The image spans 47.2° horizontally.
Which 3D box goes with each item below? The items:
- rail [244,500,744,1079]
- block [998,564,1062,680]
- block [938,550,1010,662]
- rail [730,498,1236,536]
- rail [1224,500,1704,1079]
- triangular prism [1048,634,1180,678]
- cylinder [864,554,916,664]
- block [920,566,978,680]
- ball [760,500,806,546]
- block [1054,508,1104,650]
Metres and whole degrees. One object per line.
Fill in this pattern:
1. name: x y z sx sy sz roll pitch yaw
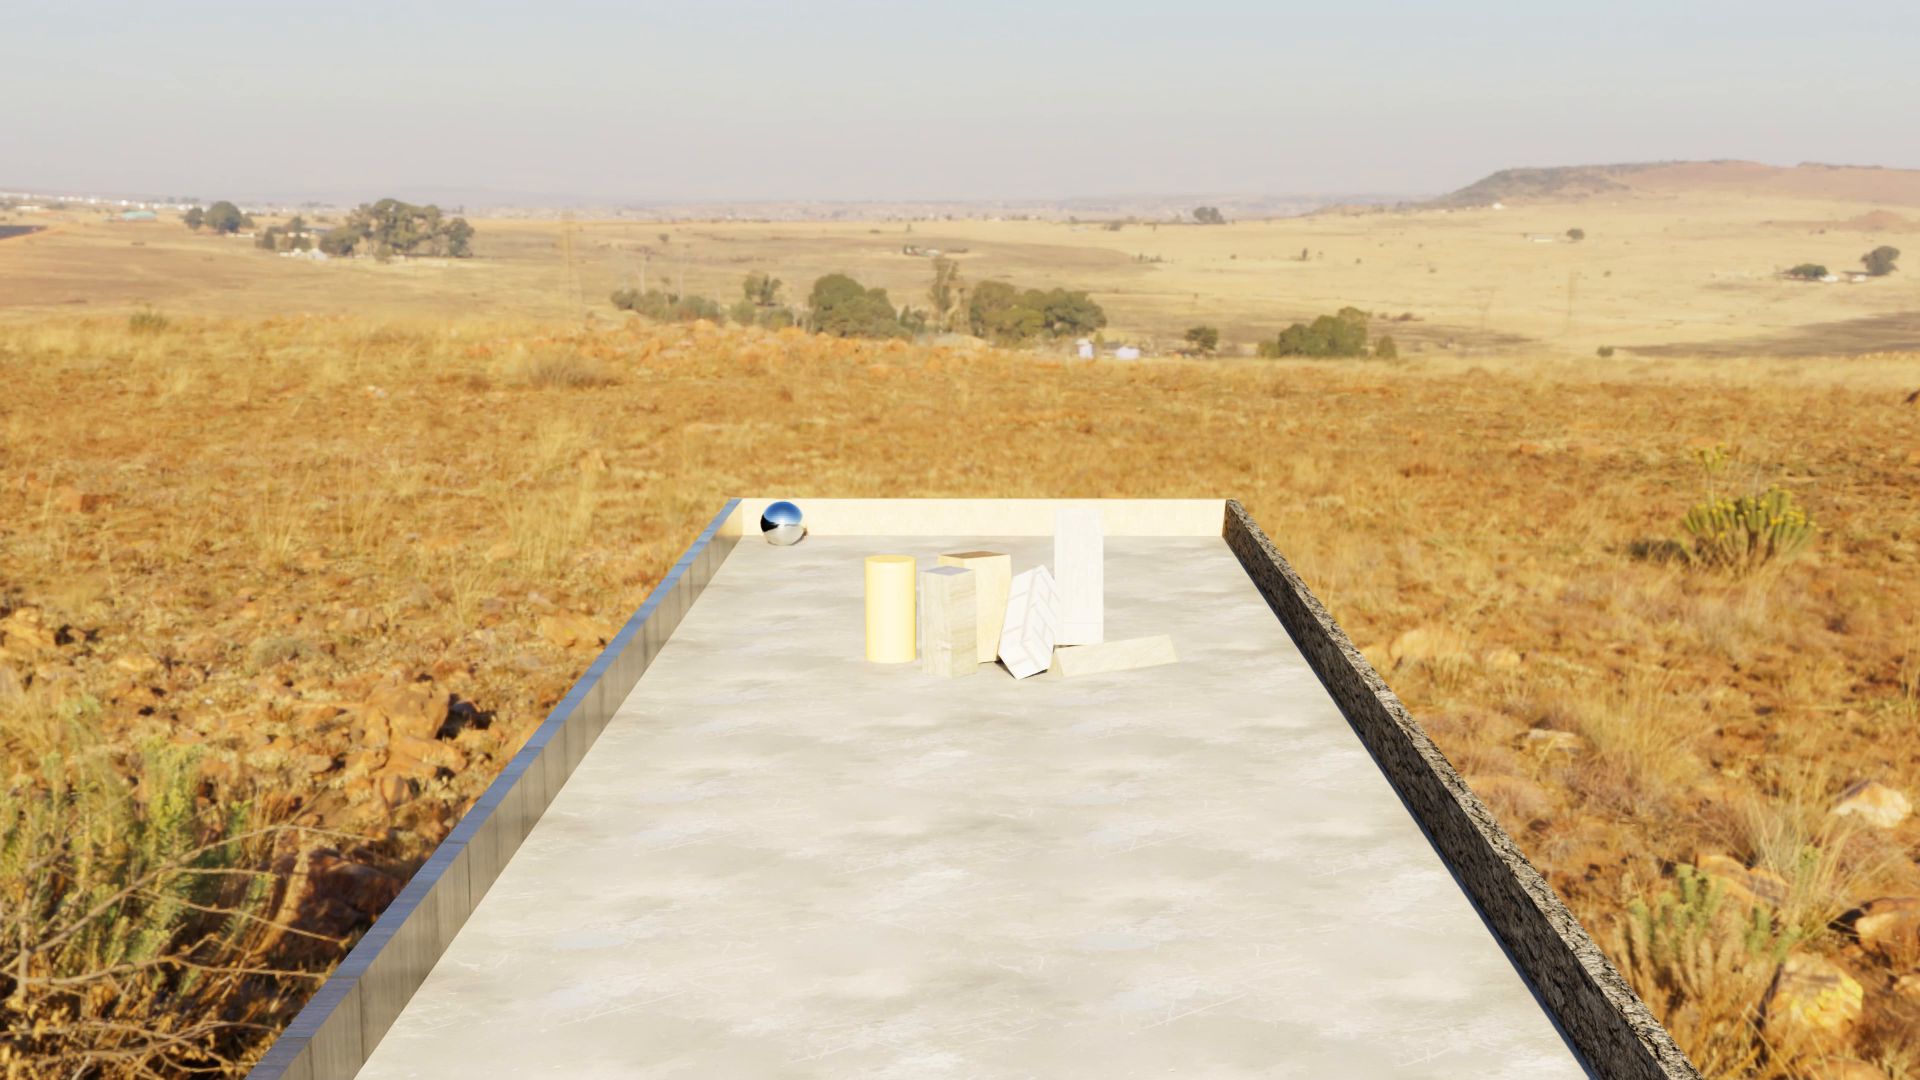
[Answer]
1. rail: -1.004 0.839 3.234 0.050 0.150 12.000 0 9 1
2. block: 0.209 0.242 6.528 0.111 0.111 0.368 -23 29 23
3. block: 0.047 0.203 6.693 0.161 0.316 0.161 -5 7 -30
4. rail: 0.099 -0.098 9.147 2.100 0.150 0.050 0 9 1
5. rail: 1.046 0.843 3.208 0.050 0.150 12.000 0 9 1
6. triangular prism: 0.462 0.342 6.585 0.425 0.079 0.092 -6 10 -31
7. cylinder: -0.212 0.209 6.710 0.154 0.307 0.154 0 9 0
8. block: -0.032 0.241 6.489 0.116 0.308 0.116 8 14 41
9. ball: -0.714 -0.068 8.862 0.182 0.182 0.182 0 9 0
10. block: 0.364 0.127 6.771 0.147 0.427 0.147 0 -14 2
